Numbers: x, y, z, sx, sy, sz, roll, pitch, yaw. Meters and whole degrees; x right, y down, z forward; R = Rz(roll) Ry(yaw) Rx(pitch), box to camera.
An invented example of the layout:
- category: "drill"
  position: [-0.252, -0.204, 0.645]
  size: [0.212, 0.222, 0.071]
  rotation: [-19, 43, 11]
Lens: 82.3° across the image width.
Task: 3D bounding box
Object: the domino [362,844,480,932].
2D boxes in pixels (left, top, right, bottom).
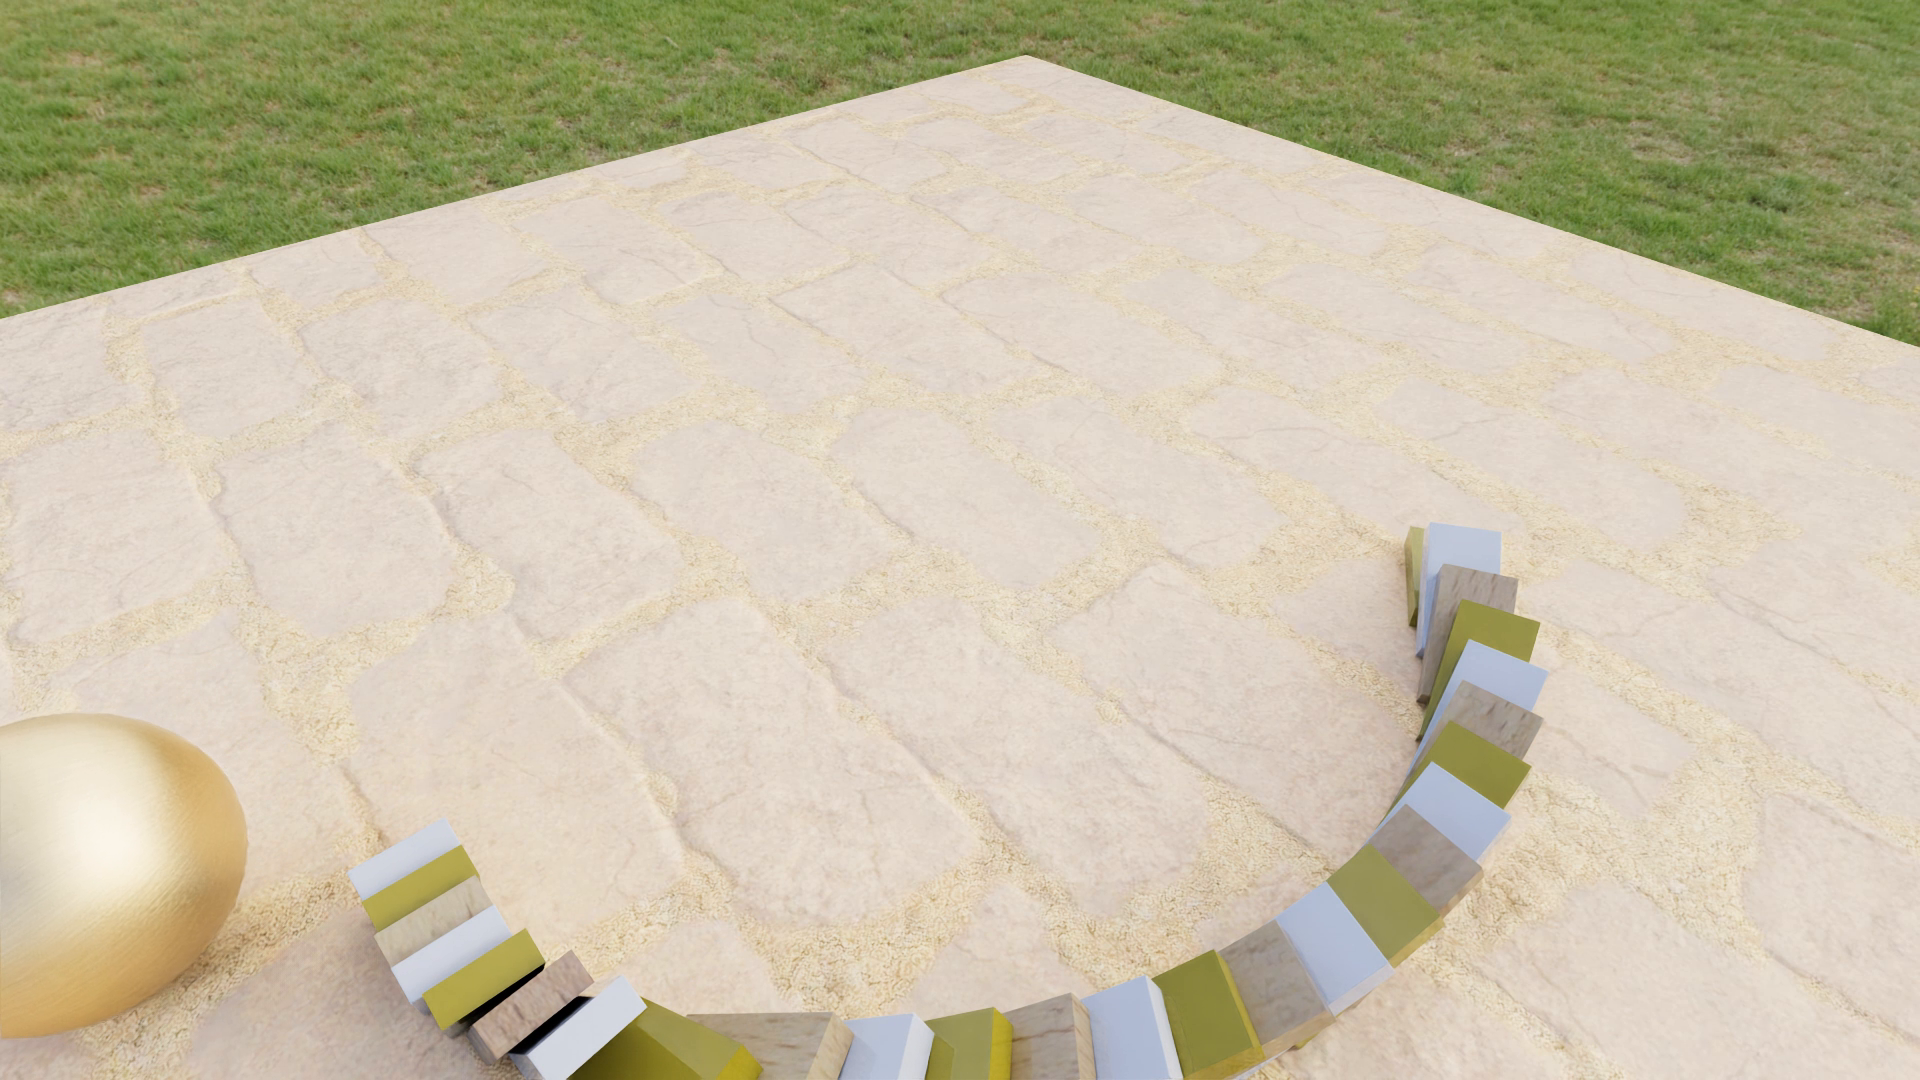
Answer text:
- category: "domino"
  position: [-0.143, 0.097, 0.295]
  size: [0.025, 0.050, 0.009]
  rotation: [-30, 79, -31]

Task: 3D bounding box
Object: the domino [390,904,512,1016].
- category: "domino"
  position: [-0.129, 0.108, 0.281]
  size: [0.025, 0.050, 0.010]
  rotation: [-30, 79, -31]

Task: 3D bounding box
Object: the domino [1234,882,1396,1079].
- category: "domino"
  position: [0.083, 0.114, 0.285]
  size: [0.050, 0.010, 0.025]
  rotation: [-37, 44, 4]

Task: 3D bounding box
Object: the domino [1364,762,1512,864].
- category: "domino"
  position: [0.130, 0.091, 0.313]
  size: [0.050, 0.009, 0.025]
  rotation: [-48, 53, -6]

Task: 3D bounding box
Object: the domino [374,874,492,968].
- category: "domino"
  position: [-0.136, 0.103, 0.288]
  size: [0.025, 0.050, 0.010]
  rotation: [-30, 79, -31]

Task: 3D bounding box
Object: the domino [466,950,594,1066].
- category: "domino"
  position: [-0.107, 0.116, 0.272]
  size: [0.025, 0.050, 0.010]
  rotation: [-34, 83, -35]

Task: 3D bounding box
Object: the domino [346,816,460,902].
- category: "domino"
  position: [-0.150, 0.092, 0.301]
  size: [0.025, 0.050, 0.010]
  rotation: [-30, 79, -31]

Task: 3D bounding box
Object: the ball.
- category: "ball"
  position: [-0.231, 0.085, 0.284]
  size: [0.080, 0.080, 0.080]
  rotation: [0, 39, 0]

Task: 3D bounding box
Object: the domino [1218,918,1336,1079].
- category: "domino"
  position: [0.065, 0.120, 0.277]
  size: [0.050, 0.009, 0.025]
  rotation: [-33, 41, 8]

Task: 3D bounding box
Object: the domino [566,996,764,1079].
- category: "domino"
  position: [-0.073, 0.129, 0.266]
  size: [0.050, 0.009, 0.025]
  rotation: [-4, 33, 45]

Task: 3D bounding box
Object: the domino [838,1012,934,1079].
- category: "domino"
  position: [-0.032, 0.131, 0.265]
  size: [0.050, 0.009, 0.025]
  rotation: [-19, 32, 27]

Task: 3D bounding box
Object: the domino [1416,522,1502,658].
- category: "domino"
  position: [0.182, 0.020, 0.401]
  size: [0.025, 0.009, 0.050]
  rotation: [9, 68, 12]

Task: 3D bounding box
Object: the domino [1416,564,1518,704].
- category: "domino"
  position: [0.177, 0.035, 0.384]
  size: [0.025, 0.009, 0.050]
  rotation: [13, 68, 15]

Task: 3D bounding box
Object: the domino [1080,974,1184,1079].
- category: "domino"
  position: [0.027, 0.128, 0.268]
  size: [0.050, 0.009, 0.025]
  rotation: [-27, 37, 15]

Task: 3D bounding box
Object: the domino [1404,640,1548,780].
- category: "domino"
  position: [0.165, 0.060, 0.352]
  size: [0.025, 0.009, 0.050]
  rotation: [24, 75, 26]

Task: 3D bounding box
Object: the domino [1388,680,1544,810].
- category: "domino"
  position: [0.155, 0.071, 0.338]
  size: [0.025, 0.009, 0.050]
  rotation: [28, 77, 30]

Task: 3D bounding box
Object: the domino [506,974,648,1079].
- category: "domino"
  position: [-0.094, 0.120, 0.268]
  size: [0.025, 0.050, 0.009]
  rotation: [-36, 87, -35]

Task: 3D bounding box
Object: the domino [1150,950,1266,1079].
- category: "domino"
  position: [0.047, 0.125, 0.272]
  size: [0.050, 0.010, 0.025]
  rotation: [-30, 39, 11]

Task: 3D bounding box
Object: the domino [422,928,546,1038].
- category: "domino"
  position: [-0.119, 0.112, 0.276]
  size: [0.025, 0.050, 0.009]
  rotation: [-30, 79, -31]

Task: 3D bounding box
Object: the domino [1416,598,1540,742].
- category: "domino"
  position: [0.173, 0.047, 0.367]
  size: [0.025, 0.010, 0.050]
  rotation: [19, 73, 21]

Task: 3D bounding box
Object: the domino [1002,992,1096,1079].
- category: "domino"
  position: [0.008, 0.130, 0.266]
  size: [0.050, 0.009, 0.025]
  rotation: [-25, 36, 18]

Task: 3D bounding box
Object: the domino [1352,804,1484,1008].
- category: "domino"
  position: [0.116, 0.100, 0.302]
  size: [0.050, 0.009, 0.025]
  rotation: [-44, 50, -3]

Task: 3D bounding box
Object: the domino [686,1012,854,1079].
- category: "domino"
  position: [-0.052, 0.129, 0.267]
  size: [0.050, 0.009, 0.025]
  rotation: [-16, 30, 31]

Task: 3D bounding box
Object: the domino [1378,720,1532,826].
- category: "domino"
  position: [0.143, 0.081, 0.325]
  size: [0.025, 0.010, 0.050]
  rotation: [32, 79, 33]

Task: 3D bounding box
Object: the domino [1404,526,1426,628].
- category: "domino"
  position: [0.187, 0.015, 0.425]
  size: [0.025, 0.009, 0.050]
  rotation: [10, 40, 12]

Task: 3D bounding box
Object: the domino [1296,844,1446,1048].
- category: "domino"
  position: [0.100, 0.108, 0.293]
  size: [0.050, 0.010, 0.025]
  rotation: [-41, 47, 0]

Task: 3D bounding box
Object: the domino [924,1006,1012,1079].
- category: "domino"
  position: [-0.012, 0.131, 0.265]
  size: [0.050, 0.009, 0.025]
  rotation: [-21, 34, 22]
